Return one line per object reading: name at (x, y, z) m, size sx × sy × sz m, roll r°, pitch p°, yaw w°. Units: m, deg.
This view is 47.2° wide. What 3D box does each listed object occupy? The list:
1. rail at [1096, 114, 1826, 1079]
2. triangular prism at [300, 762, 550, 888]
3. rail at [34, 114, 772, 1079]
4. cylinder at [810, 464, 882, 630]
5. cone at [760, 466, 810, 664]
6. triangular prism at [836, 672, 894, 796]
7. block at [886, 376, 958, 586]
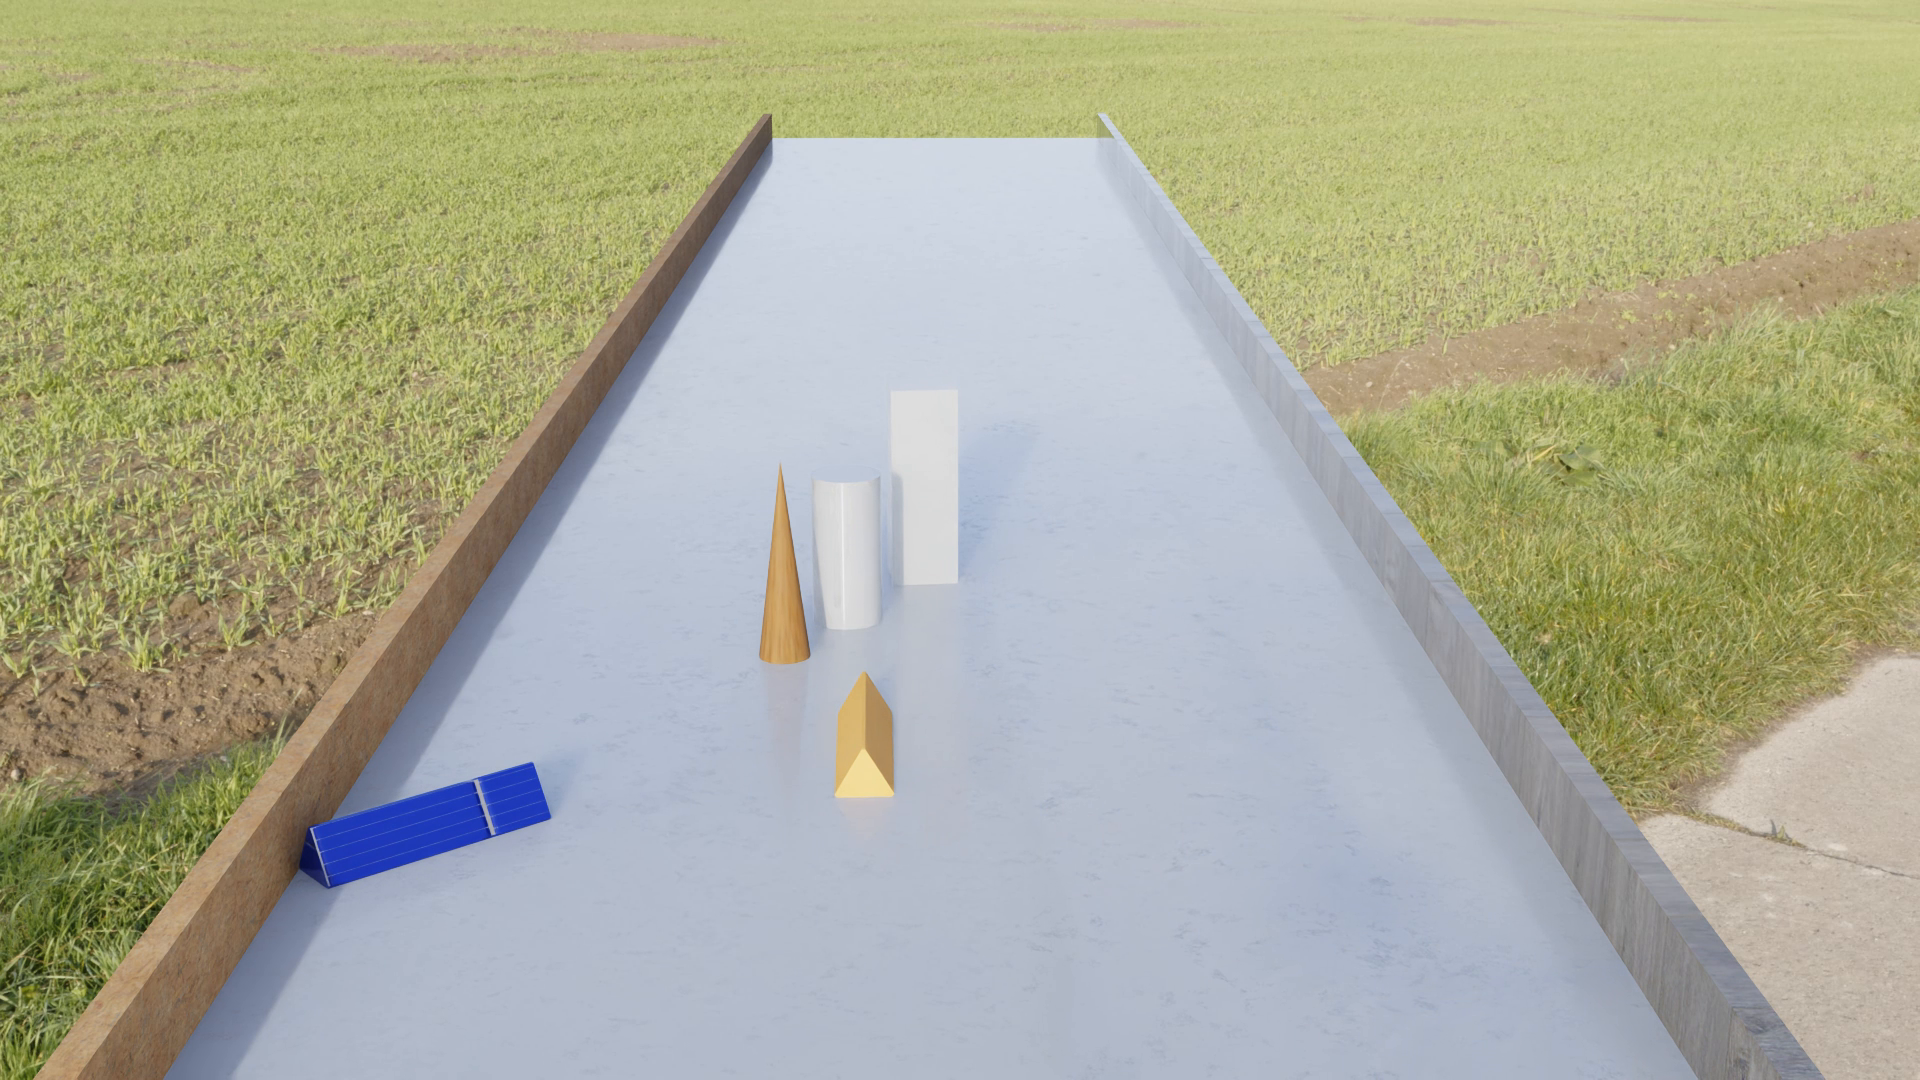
rail at (0.932, -0.844, 7.801) m, size 0.050 × 0.150 × 12.000 m, roll 0°, pitch 17°, yaw -1°
triangular prism at (-0.863, 0.450, 3.556) m, size 0.399 × 0.086 × 0.099 m, roll -14°, pitch 22°, yaw -40°
rail at (-1.118, -0.838, 7.780) m, size 0.050 × 0.150 × 12.000 m, roll 0°, pitch 17°, yaw -1°
cylinder at (-0.238, 0.014, 4.622) m, size 0.147 × 0.318 × 0.147 m, roll 0°, pitch 17°, yaw 0°
cone at (-0.354, 0.038, 4.384) m, size 0.104 × 0.408 × 0.104 m, roll 0°, pitch 17°, yaw 0°
triangular prism at (-0.171, 0.340, 3.923) m, size 0.099 × 0.086 × 0.386 m, roll -1°, pitch 17°, yaw -2°
block at (-0.085, -0.133, 4.901) m, size 0.146 × 0.441 × 0.146 m, roll -2°, pitch 17°, yaw -6°
